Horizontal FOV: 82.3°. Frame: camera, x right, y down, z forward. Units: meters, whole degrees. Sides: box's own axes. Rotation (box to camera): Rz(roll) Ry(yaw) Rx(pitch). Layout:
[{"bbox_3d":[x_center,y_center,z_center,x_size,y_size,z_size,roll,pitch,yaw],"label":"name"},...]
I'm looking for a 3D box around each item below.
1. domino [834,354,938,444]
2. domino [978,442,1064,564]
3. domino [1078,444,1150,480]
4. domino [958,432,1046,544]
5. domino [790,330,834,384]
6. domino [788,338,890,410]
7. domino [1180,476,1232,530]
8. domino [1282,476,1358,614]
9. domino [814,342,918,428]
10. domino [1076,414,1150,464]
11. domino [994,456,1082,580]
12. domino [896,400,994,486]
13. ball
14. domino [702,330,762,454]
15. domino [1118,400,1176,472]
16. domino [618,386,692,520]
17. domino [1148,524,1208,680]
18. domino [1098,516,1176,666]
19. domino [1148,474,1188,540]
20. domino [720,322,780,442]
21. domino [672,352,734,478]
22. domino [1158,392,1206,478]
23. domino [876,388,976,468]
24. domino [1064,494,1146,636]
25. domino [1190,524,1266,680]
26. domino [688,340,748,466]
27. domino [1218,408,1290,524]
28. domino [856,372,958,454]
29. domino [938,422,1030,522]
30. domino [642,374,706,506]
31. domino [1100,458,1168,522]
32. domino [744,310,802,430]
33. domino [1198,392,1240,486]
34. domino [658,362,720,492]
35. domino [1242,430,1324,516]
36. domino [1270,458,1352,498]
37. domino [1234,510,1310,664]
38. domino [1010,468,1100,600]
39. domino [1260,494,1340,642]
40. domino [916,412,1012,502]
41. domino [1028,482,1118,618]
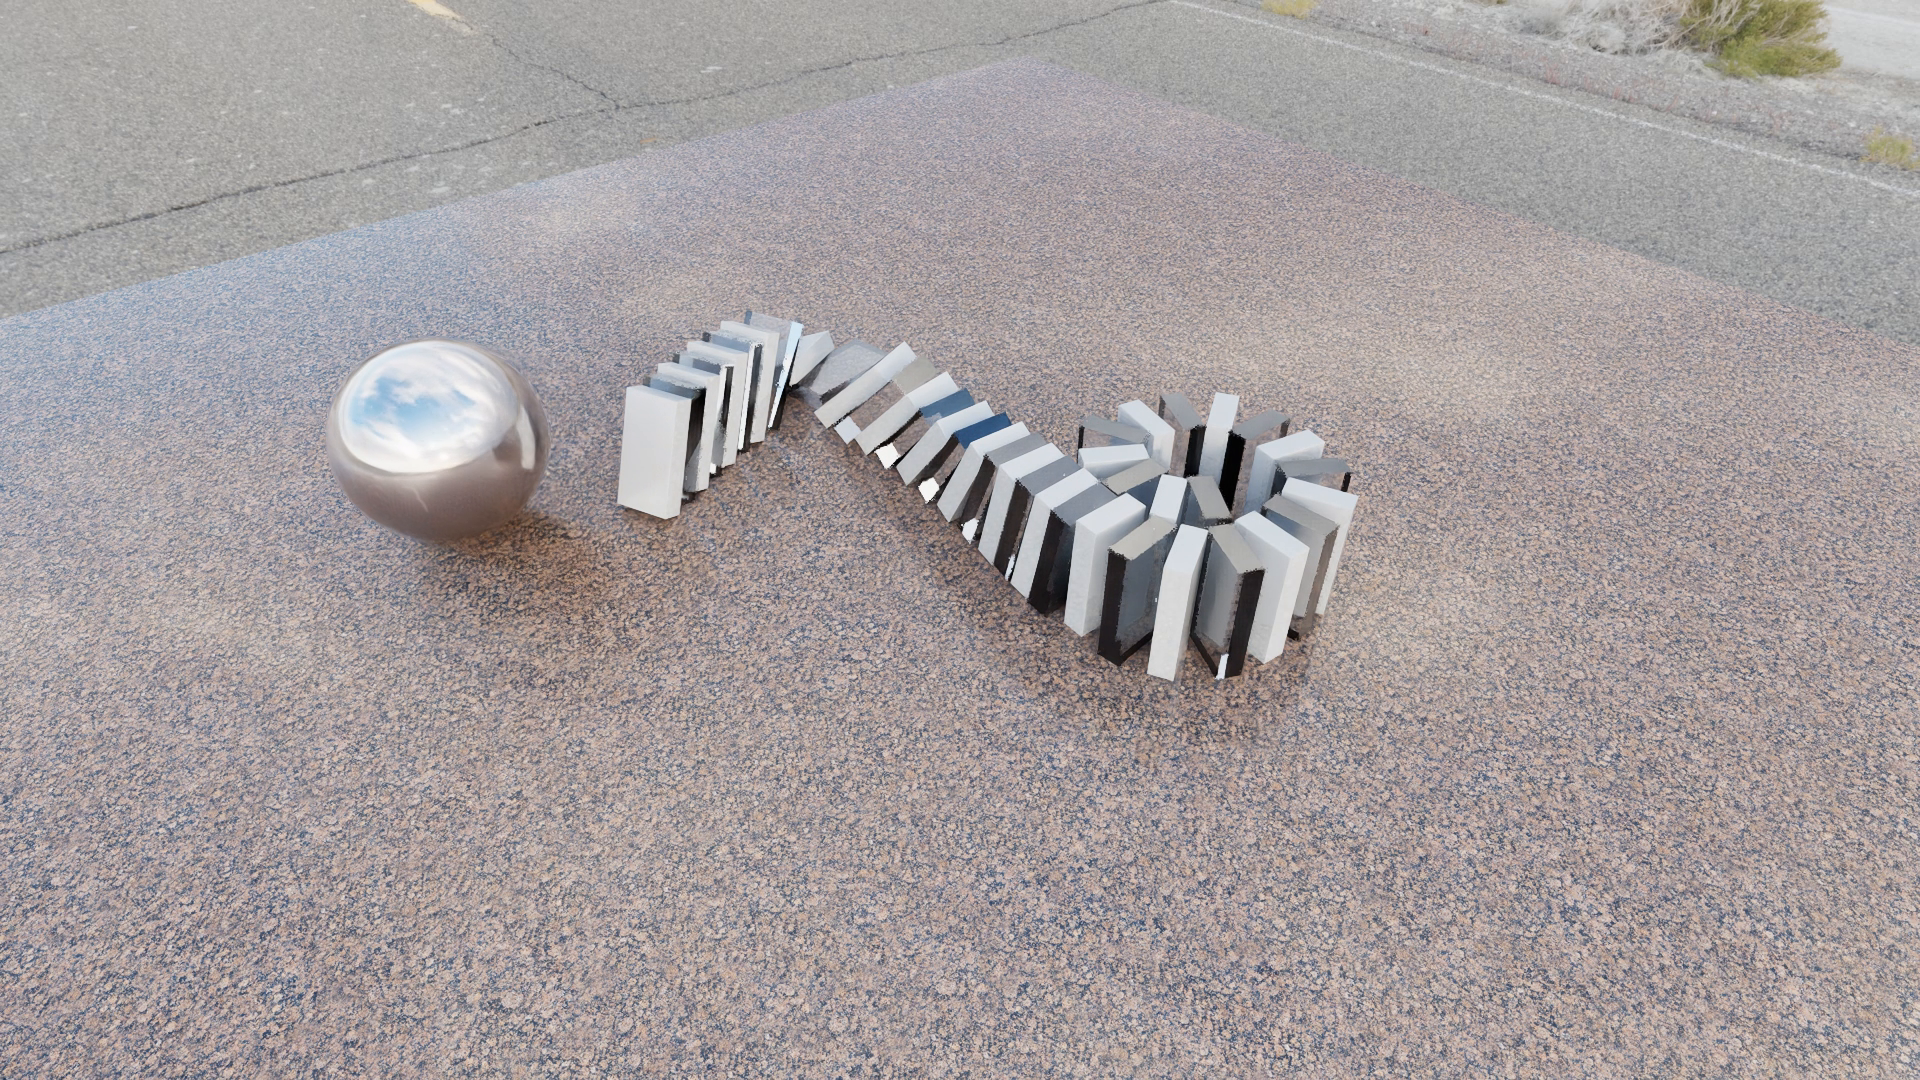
[{"bbox_3d":[-0.034,-0.063,0.493,0.009,0.050,0.025,52,48,-8],"label":"domino"},{"bbox_3d":[0.024,-0.013,0.427,0.025,0.050,0.009,-25,60,-27],"label":"domino"},{"bbox_3d":[0.058,-0.013,0.427,0.025,0.050,0.009,-5,40,-6],"label":"domino"},{"bbox_3d":[0.017,-0.020,0.436,0.025,0.050,0.009,-25,67,-27],"label":"domino"},{"bbox_3d":[-0.083,-0.087,0.538,0.025,0.009,0.050,-9,26,21],"label":"domino"},{"bbox_3d":[-0.059,-0.082,0.544,0.025,0.009,0.050,27,47,29],"label":"domino"},{"bbox_3d":[0.088,0.004,0.407,0.010,0.050,0.025,-3,39,-5],"label":"domino"},{"bbox_3d":[0.129,0.003,0.408,0.025,0.050,0.010,18,43,21],"label":"domino"},{"bbox_3d":[-0.044,-0.071,0.504,0.050,0.009,0.025,-27,16,46],"label":"domino"},{"bbox_3d":[0.060,-0.024,0.440,0.025,0.050,0.009,20,43,23],"label":"domino"},{"bbox_3d":[0.030,-0.008,0.420,0.025,0.050,0.010,-27,60,-29],"label":"domino"},{"bbox_3d":[-0.006,-0.040,0.464,0.025,0.050,0.009,-26,84,-28],"label":"domino"},{"bbox_3d":[-0.205,-0.039,0.436,0.080,0.080,0.080,0,39,0],"label":"ball"},{"bbox_3d":[-0.105,-0.066,0.492,0.025,0.050,0.010,17,19,20],"label":"domino"},{"bbox_3d":[0.073,-0.029,0.446,0.009,0.050,0.025,-18,43,-20],"label":"domino"},{"bbox_3d":[-0.127,-0.037,0.456,0.025,0.050,0.009,17,19,20],"label":"domino"},{"bbox_3d":[0.076,0.022,0.384,0.010,0.050,0.025,15,42,17],"label":"domino"},{"bbox_3d":[0.062,0.018,0.389,0.009,0.050,0.025,32,49,33],"label":"domino"},{"bbox_3d":[0.074,0.004,0.407,0.010,0.050,0.025,12,41,14],"label":"domino"},{"bbox_3d":[-0.099,-0.072,0.500,0.025,0.050,0.010,17,17,20],"label":"domino"},{"bbox_3d":[-0.114,-0.054,0.478,0.025,0.050,0.009,17,19,20],"label":"domino"},{"bbox_3d":[0.088,-0.032,0.450,0.010,0.050,0.025,-8,40,-9],"label":"domino"},{"bbox_3d":[-0.015,-0.048,0.474,0.025,0.050,0.009,-29,88,-30],"label":"domino"},{"bbox_3d":[0.052,0.010,0.400,0.025,0.050,0.009,-28,49,-30],"label":"domino"},{"bbox_3d":[0.092,0.022,0.385,0.009,0.050,0.025,-9,40,-11],"label":"domino"},{"bbox_3d":[-0.109,-0.060,0.485,0.025,0.050,0.009,17,19,20],"label":"domino"},{"bbox_3d":[0.117,-0.026,0.443,0.025,0.050,0.009,-27,47,-29],"label":"domino"},{"bbox_3d":[-0.024,-0.055,0.485,0.025,0.050,0.009,-36,94,-36],"label":"domino"},{"bbox_3d":[0.010,-0.027,0.445,0.025,0.050,0.010,-25,73,-27],"label":"domino"},{"bbox_3d":[-0.122,-0.042,0.463,0.025,0.050,0.009,17,19,20],"label":"domino"},{"bbox_3d":[0.063,-0.004,0.416,0.025,0.050,0.009,-24,46,-27],"label":"domino"},{"bbox_3d":[-0.091,-0.079,0.510,0.025,0.050,0.009,17,8,20],"label":"domino"},{"bbox_3d":[0.104,-0.032,0.451,0.009,0.050,0.025,12,41,14],"label":"domino"},{"bbox_3d":[-0.118,-0.048,0.471,0.025,0.050,0.009,17,19,20],"label":"domino"},{"bbox_3d":[0.125,-0.017,0.432,0.025,0.050,0.009,-18,43,-21],"label":"domino"},{"bbox_3d":[0.131,-0.008,0.421,0.025,0.050,0.009,-5,40,-6],"label":"domino"},{"bbox_3d":[0.106,0.017,0.390,0.010,0.050,0.025,-24,45,-26],"label":"domino"},{"bbox_3d":[0.036,-0.002,0.413,0.025,0.050,0.009,-30,60,-31],"label":"domino"},{"bbox_3d":[0.119,0.011,0.399,0.025,0.050,0.009,32,49,33],"label":"domino"},{"bbox_3d":[0.002,-0.034,0.455,0.025,0.050,0.009,-25,79,-27],"label":"domino"},{"bbox_3d":[0.041,0.004,0.406,0.025,0.050,0.009,-30,58,-31],"label":"domino"}]
